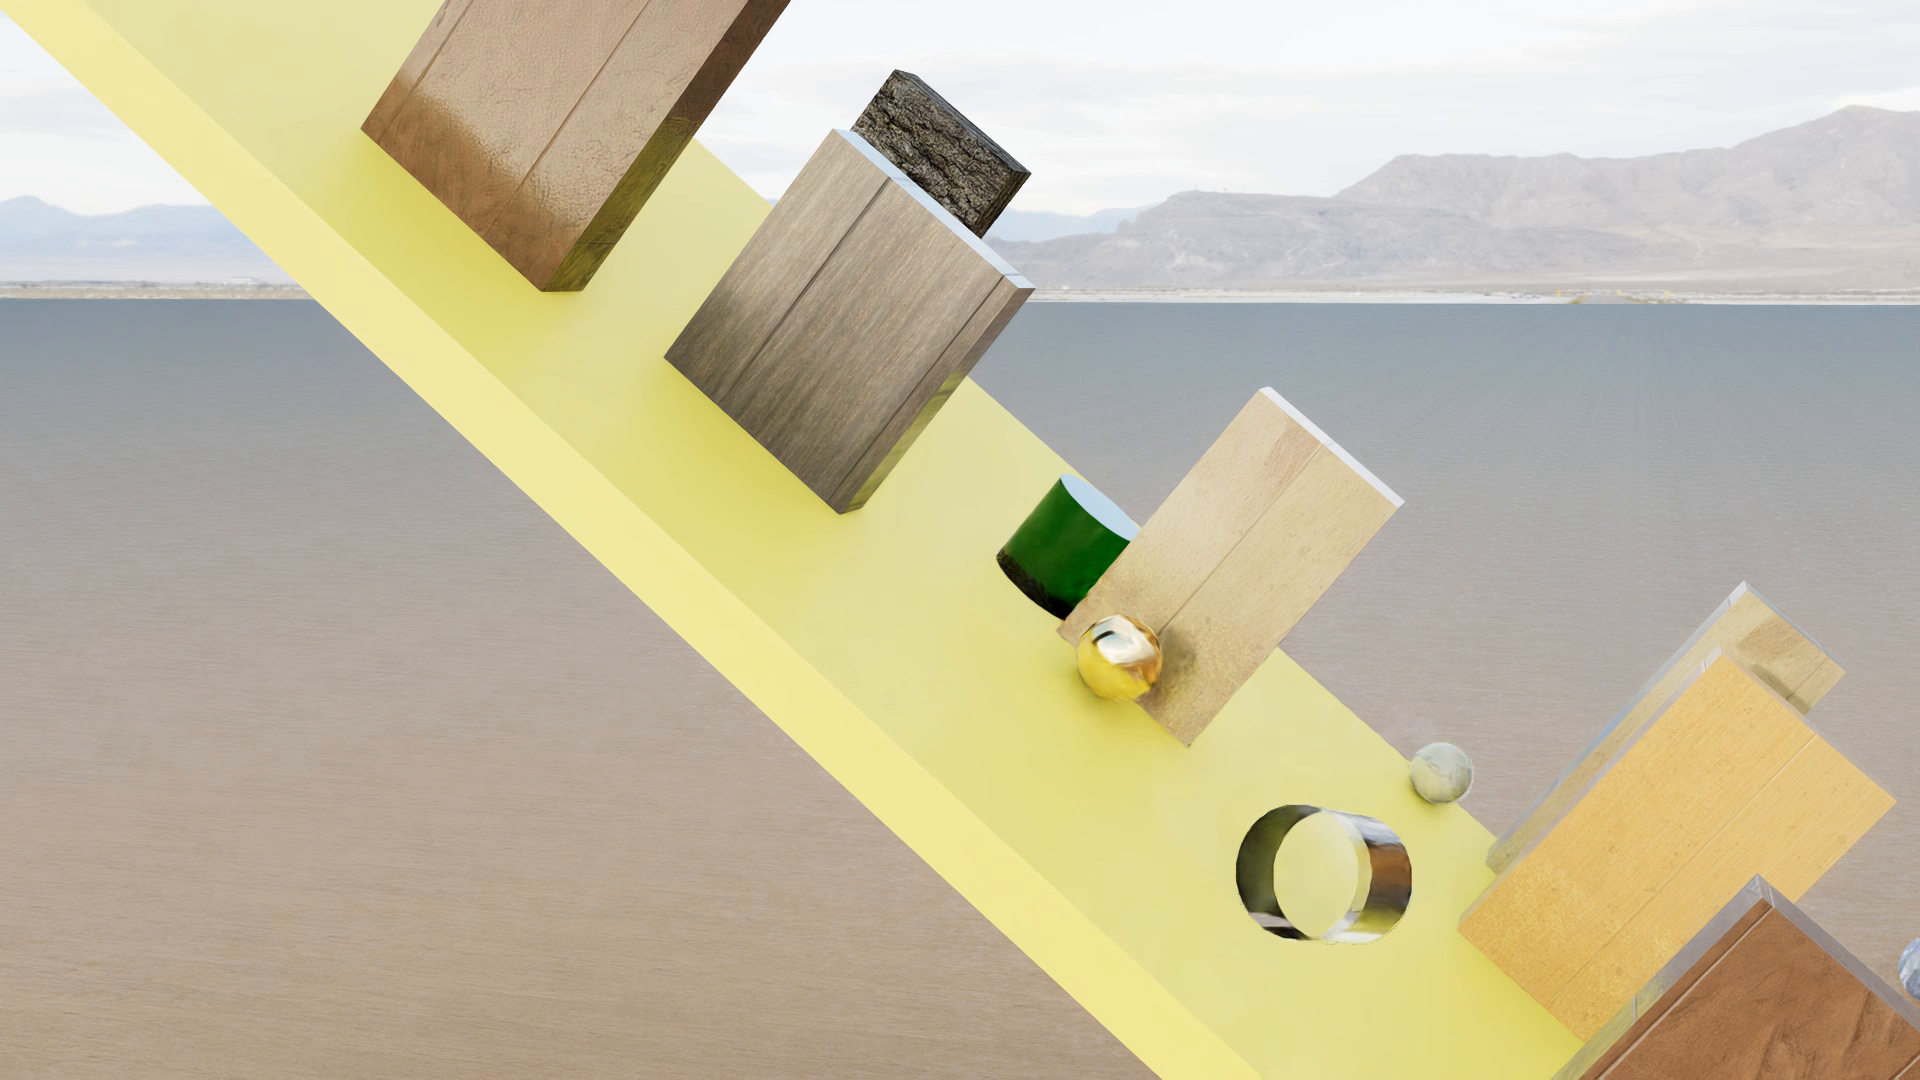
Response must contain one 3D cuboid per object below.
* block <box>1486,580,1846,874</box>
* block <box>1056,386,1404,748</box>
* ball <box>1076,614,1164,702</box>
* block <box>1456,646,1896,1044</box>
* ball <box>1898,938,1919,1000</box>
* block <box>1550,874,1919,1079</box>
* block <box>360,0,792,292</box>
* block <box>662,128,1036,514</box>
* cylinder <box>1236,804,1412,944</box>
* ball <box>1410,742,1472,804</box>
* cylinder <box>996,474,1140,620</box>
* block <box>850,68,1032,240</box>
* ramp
[{"bbox_3d":[1.435,0.458,4.506,0.246,0.772,0.143,42,16,9],"label":"block"},{"bbox_3d":[0.473,0.048,3.877,0.311,0.565,0.113,42,16,9],"label":"block"},{"bbox_3d":[0.271,0.201,3.738,0.148,0.148,0.148,0,7,0],"label":"ball"},{"bbox_3d":[1.285,0.581,3.982,0.385,0.697,0.105,42,16,9],"label":"block"},{"bbox_3d":[2.474,1.092,5.577,0.176,0.176,0.176,0,7,0],"label":"ball"},{"bbox_3d":[0.958,0.770,2.912,0.290,0.612,0.120,42,16,9],"label":"block"},{"bbox_3d":[-0.599,-0.821,3.587,0.423,0.722,0.148,42,16,9],"label":"block"},{"bbox_3d":[-0.188,-0.363,3.679,0.409,0.487,0.110,42,16,9],"label":"block"},{"bbox_3d":[0.573,0.526,3.453,0.207,0.207,0.207,5,-7,36],"label":"cylinder"},{"bbox_3d":[1.019,0.494,4.661,0.129,0.129,0.129,0,7,0],"label":"ball"},{"bbox_3d":[0.202,0.014,4.046,0.193,0.193,0.193,36,16,-12],"label":"cylinder"},{"bbox_3d":[-0.141,-0.687,4.642,0.332,0.493,0.139,42,16,9],"label":"block"},{"bbox_3d":[0.000,0.048,4.040,4.000,0.100,2.000,42,16,9],"label":"ramp"}]
